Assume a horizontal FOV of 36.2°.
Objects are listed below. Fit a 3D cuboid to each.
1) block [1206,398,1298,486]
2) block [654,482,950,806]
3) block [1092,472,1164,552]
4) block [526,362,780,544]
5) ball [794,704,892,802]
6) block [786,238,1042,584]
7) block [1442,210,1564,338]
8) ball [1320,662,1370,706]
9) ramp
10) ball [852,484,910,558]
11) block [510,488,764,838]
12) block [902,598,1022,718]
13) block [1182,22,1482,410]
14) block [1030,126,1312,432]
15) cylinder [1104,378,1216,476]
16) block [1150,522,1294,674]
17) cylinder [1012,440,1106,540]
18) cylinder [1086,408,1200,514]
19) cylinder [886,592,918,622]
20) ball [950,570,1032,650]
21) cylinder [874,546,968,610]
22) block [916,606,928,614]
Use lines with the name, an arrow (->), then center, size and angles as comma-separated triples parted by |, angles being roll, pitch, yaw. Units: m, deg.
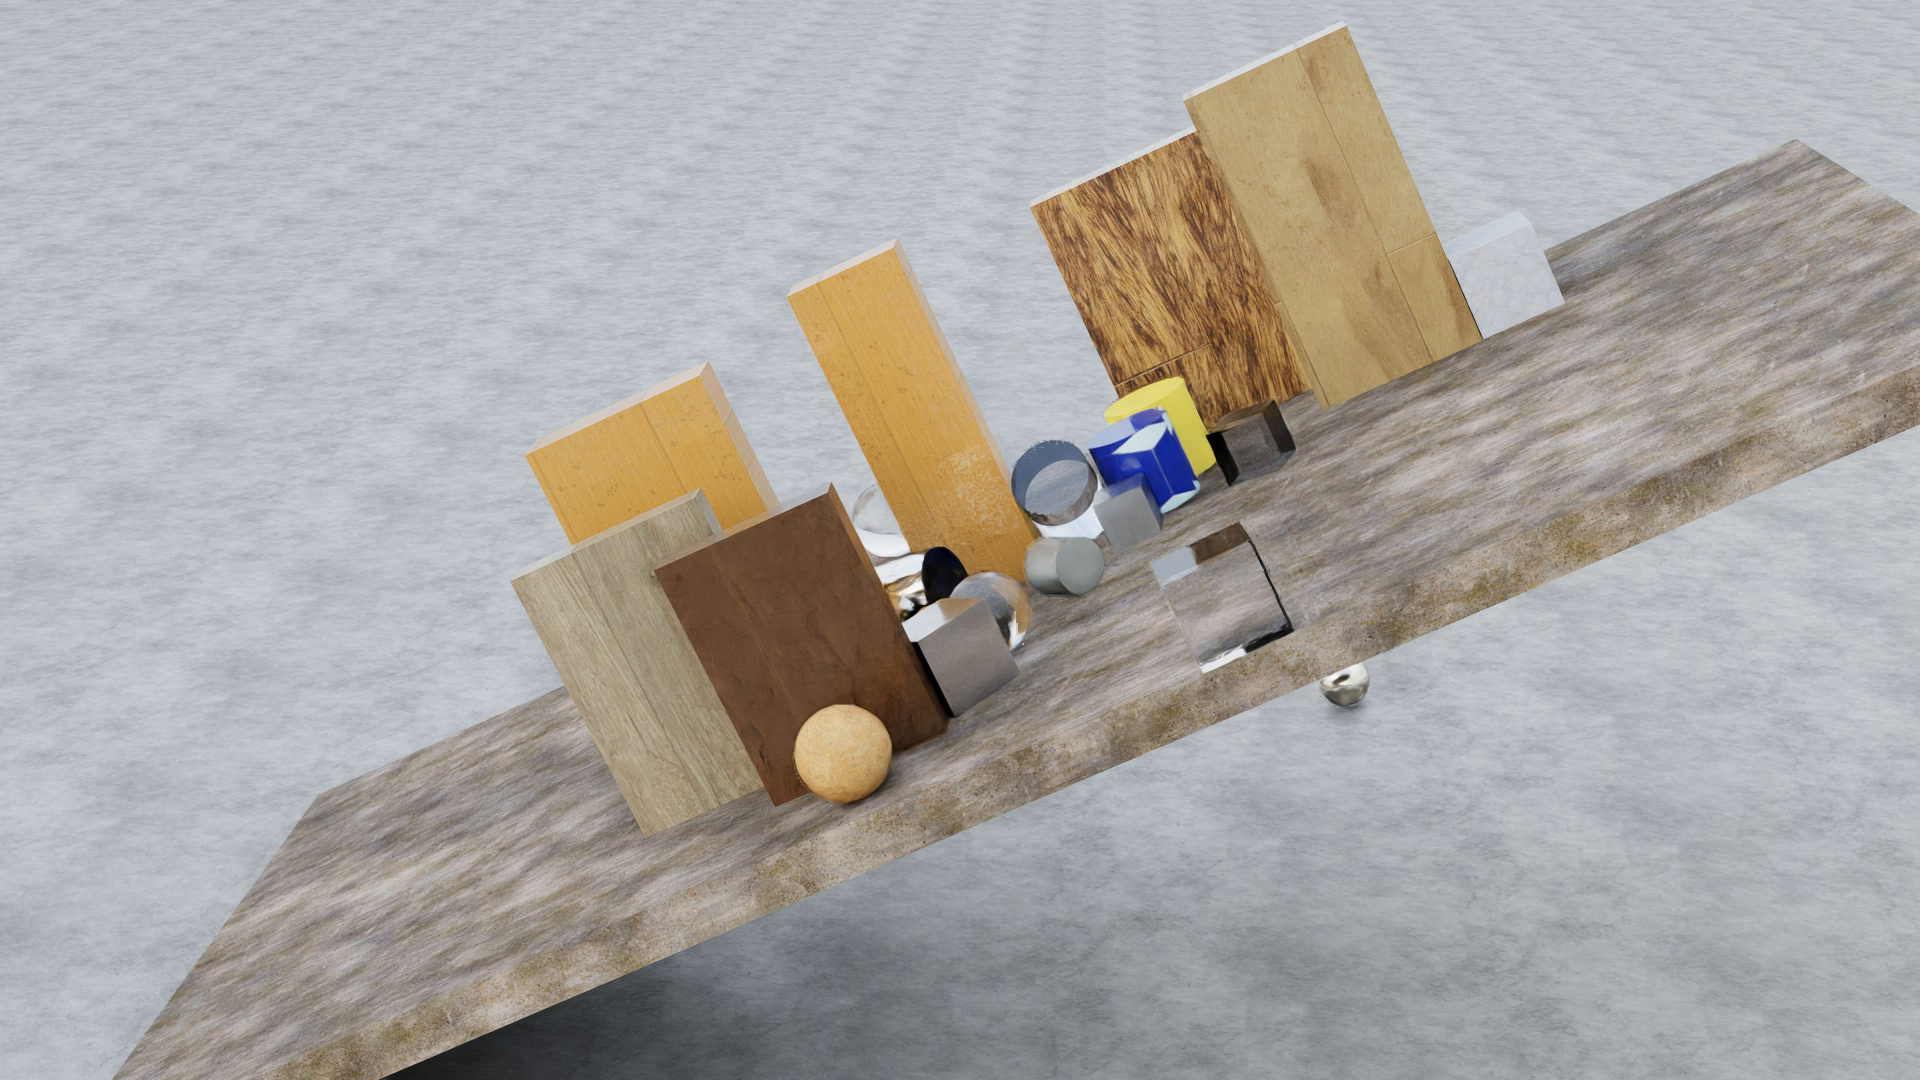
block -> 0.627, -0.210, 6.327 | 0.124, 0.124, 0.124 | -18, 15, 32
block -> -0.299, 0.201, 5.603 | 0.365, 0.520, 0.082 | -24, 13, 9
block -> 0.359, -0.059, 6.277 | 0.112, 0.112, 0.112 | -23, 13, 12
block -> -0.547, 0.054, 6.143 | 0.402, 0.746, 0.141 | -24, 13, 9
ball -> -0.216, 0.394, 5.446 | 0.182, 0.182, 0.182 | 0, 16, 0
block -> -0.085, -0.241, 6.347 | 0.251, 0.777, 0.127 | -24, 13, 9
block -> 1.207, -0.594, 6.566 | 0.194, 0.194, 0.194 | -24, 13, 8
ball -> 1.109, 0.409, 8.482 | 0.144, 0.144, 0.144 | 0, 16, 0
ramp -> 0.135, 0.169, 6.282 | 4.000, 0.100, 2.000 | -24, 13, 9
ball -> -0.170, -0.049, 7.078 | 0.184, 0.184, 0.184 | 0, 16, 0
block -> -0.565, 0.245, 5.793 | 0.405, 0.585, 0.081 | -24, 13, 9
block -> -0.023, 0.229, 5.749 | 0.170, 0.170, 0.170 | -33, 15, -26
block -> 0.823, -0.711, 6.494 | 0.384, 0.760, 0.104 | -24, 13, 9
block -> 0.493, -0.570, 6.800 | 0.422, 0.655, 0.101 | -24, 13, 9
cylinder -> 0.451, -0.234, 6.599 | 0.194, 0.194, 0.194 | -25, 13, 6
block -> 0.470, 0.102, 5.292 | 0.179, 0.179, 0.179 | -25, 13, 3
cylinder -> 0.221, -0.100, 6.392 | 0.176, 0.176, 0.176 | 7, -21, 23
cylinder -> 0.401, -0.163, 6.427 | 0.188, 0.188, 0.188 | -25, 13, 6
cylinder -> -0.174, 0.219, 6.068 | 0.173, 0.173, 0.173 | 5, 23, 16
ball -> 0.058, 0.148, 5.907 | 0.172, 0.172, 0.172 | 0, 16, 0
cylinder -> -0.100, 0.129, 6.232 | 0.189, 0.189, 0.189 | -19, 4, 32
block -> -0.029, 0.191, 6.053 | 0.105, 0.105, 0.105 | -20, 14, 24
